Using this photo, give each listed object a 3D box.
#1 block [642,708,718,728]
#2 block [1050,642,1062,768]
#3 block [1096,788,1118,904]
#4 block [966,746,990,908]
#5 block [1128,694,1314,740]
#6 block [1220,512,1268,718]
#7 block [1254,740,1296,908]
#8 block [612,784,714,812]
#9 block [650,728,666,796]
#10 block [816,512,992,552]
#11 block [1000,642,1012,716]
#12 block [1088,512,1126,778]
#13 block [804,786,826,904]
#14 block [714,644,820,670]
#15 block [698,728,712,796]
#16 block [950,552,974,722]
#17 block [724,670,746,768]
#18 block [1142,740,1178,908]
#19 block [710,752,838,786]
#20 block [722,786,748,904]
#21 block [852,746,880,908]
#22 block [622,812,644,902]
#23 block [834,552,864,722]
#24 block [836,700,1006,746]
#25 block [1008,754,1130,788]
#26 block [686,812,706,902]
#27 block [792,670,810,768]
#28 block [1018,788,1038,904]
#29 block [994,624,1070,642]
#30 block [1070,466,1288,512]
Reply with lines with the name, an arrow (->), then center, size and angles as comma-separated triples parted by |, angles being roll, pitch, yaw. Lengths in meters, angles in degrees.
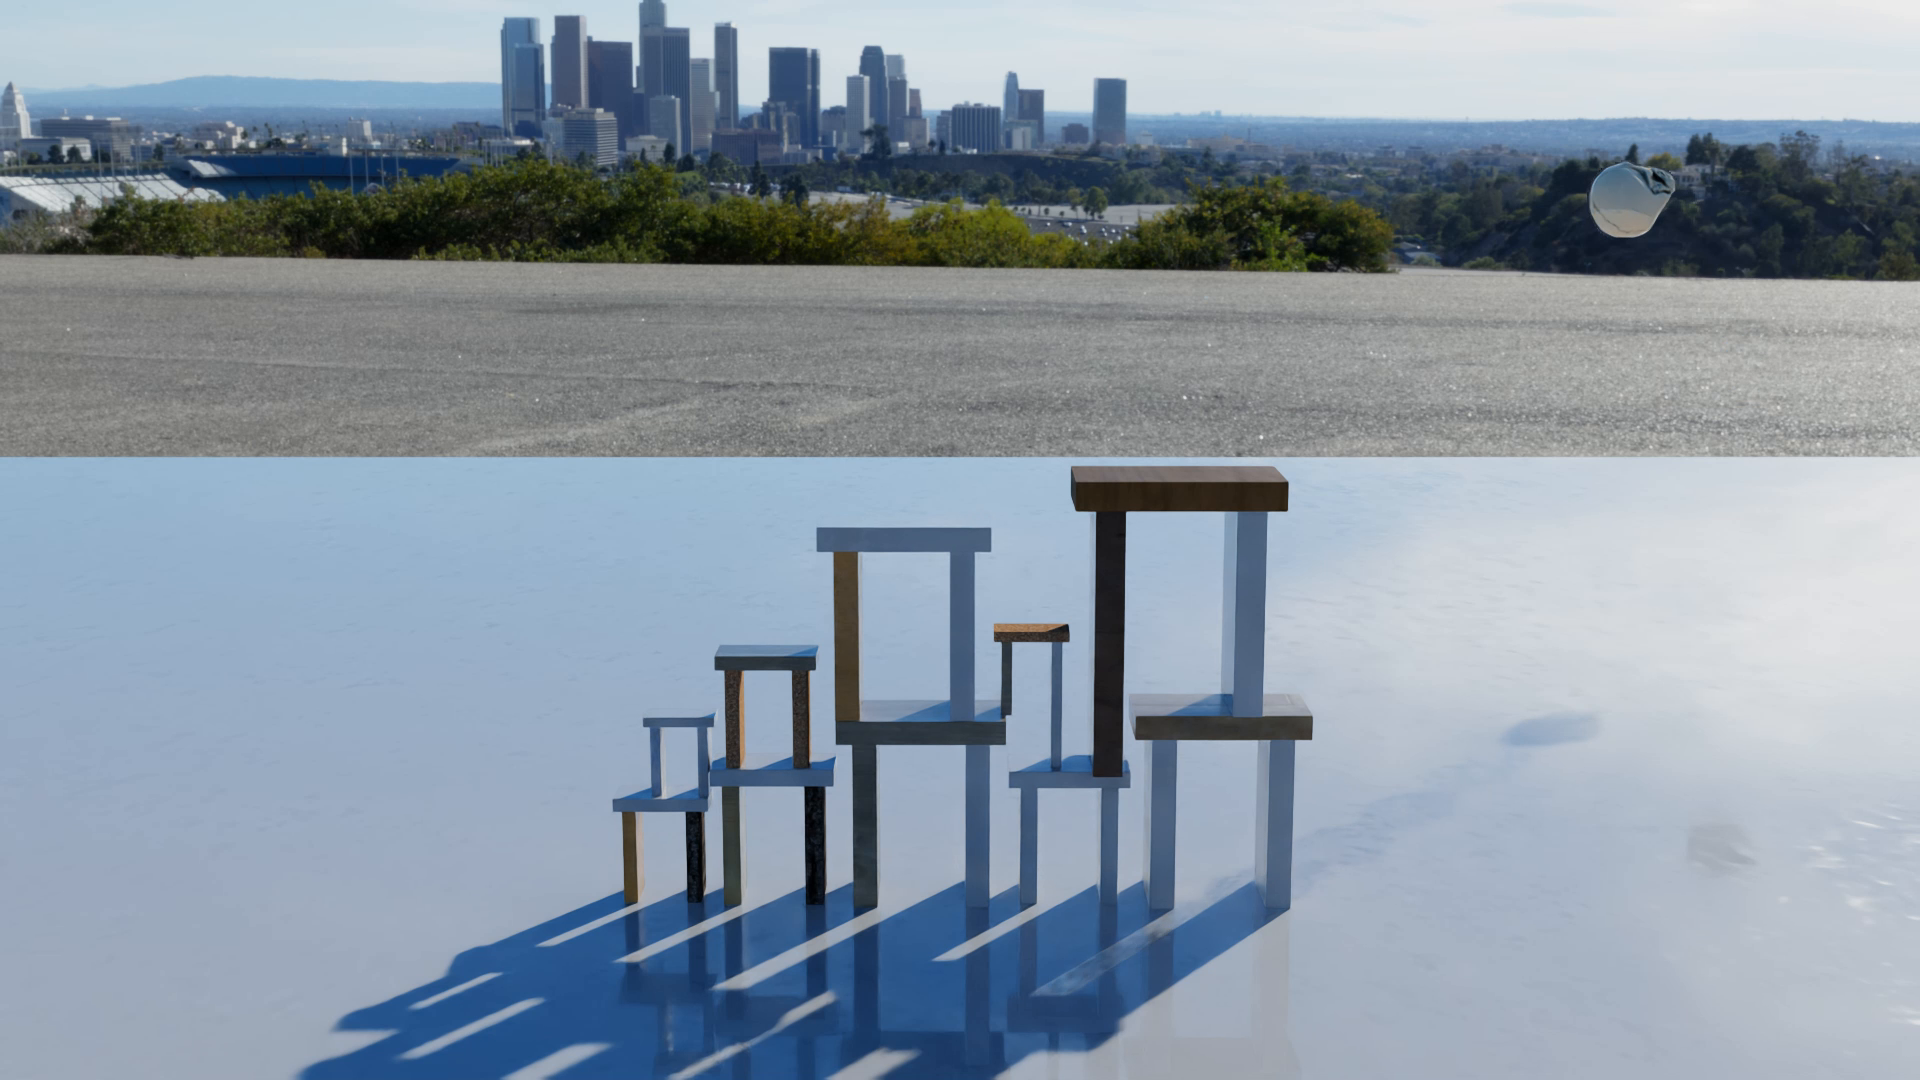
block -> -0.460, 0.292, 3.617 | 0.116, 0.016, 0.058 | 0, 11, 0
block -> 0.157, 0.264, 3.610 | 0.017, 0.211, 0.061 | 0, 11, 0
block -> 0.245, 0.493, 3.651 | 0.028, 0.198, 0.099 | 0, 11, 0
block -> 0.029, 0.454, 3.646 | 0.039, 0.275, 0.138 | 0, 11, 0
block -> 0.425, 0.290, 3.612 | 0.285, 0.040, 0.143 | 0, 11, 0
block -> 0.462, 0.105, 3.582 | 0.047, 0.335, 0.167 | 0, 11, 0
block -> 0.520, 0.450, 3.642 | 0.040, 0.285, 0.143 | 0, 11, 0
block -> -0.490, 0.427, 3.634 | 0.156, 0.022, 0.078 | 0, 11, 0
block -> -0.498, 0.358, 3.629 | 0.016, 0.116, 0.058 | 0, 11, 0
block -> -0.089, -0.013, 3.563 | 0.278, 0.039, 0.139 | 0, 11, 0
block -> 0.076, 0.220, 3.604 | 0.017, 0.122, 0.061 | 0, 11, 0
block -> 0.239, 0.154, 3.590 | 0.047, 0.434, 0.167 | 0, 11, 0
block -> -0.239, 0.491, 3.648 | 0.029, 0.202, 0.101 | 0, 11, 0
block -> -0.315, 0.192, 3.591 | 0.164, 0.023, 0.082 | 0, 11, 0
block -> -0.421, 0.358, 3.629 | 0.016, 0.116, 0.058 | 0, 11, 0
block -> 0.004, 0.143, 3.591 | 0.039, 0.278, 0.139 | 0, 11, 0
block -> -0.369, 0.284, 3.608 | 0.023, 0.164, 0.082 | 0, 11, 0
block -> 0.330, 0.450, 3.642 | 0.040, 0.285, 0.143 | 0, 11, 0
block -> -0.307, 0.378, 3.627 | 0.202, 0.029, 0.101 | 0, 11, 0
block -> -0.374, 0.491, 3.648 | 0.029, 0.202, 0.101 | 0, 11, 0
block -> -0.155, 0.454, 3.646 | 0.039, 0.275, 0.138 | 0, 11, 0
block -> -0.542, 0.514, 3.651 | 0.022, 0.156, 0.078 | 0, 11, 0
block -> -0.182, 0.143, 3.592 | 0.039, 0.278, 0.139 | 0, 11, 0
block -> -0.063, 0.300, 3.618 | 0.275, 0.039, 0.138 | 0, 11, 0
block -> 0.179, 0.382, 3.629 | 0.198, 0.028, 0.099 | 0, 11, 0
block -> -0.438, 0.514, 3.651 | 0.022, 0.156, 0.078 | 0, 11, 0
block -> -0.260, 0.284, 3.608 | 0.023, 0.164, 0.082 | 0, 11, 0
block -> 0.113, 0.493, 3.651 | 0.028, 0.198, 0.099 | 0, 11, 0
block -> 0.117, 0.151, 3.590 | 0.122, 0.017, 0.061 | 0, 11, 1
block -> 0.350, -0.083, 3.547 | 0.335, 0.047, 0.167 | 0, 11, 0
